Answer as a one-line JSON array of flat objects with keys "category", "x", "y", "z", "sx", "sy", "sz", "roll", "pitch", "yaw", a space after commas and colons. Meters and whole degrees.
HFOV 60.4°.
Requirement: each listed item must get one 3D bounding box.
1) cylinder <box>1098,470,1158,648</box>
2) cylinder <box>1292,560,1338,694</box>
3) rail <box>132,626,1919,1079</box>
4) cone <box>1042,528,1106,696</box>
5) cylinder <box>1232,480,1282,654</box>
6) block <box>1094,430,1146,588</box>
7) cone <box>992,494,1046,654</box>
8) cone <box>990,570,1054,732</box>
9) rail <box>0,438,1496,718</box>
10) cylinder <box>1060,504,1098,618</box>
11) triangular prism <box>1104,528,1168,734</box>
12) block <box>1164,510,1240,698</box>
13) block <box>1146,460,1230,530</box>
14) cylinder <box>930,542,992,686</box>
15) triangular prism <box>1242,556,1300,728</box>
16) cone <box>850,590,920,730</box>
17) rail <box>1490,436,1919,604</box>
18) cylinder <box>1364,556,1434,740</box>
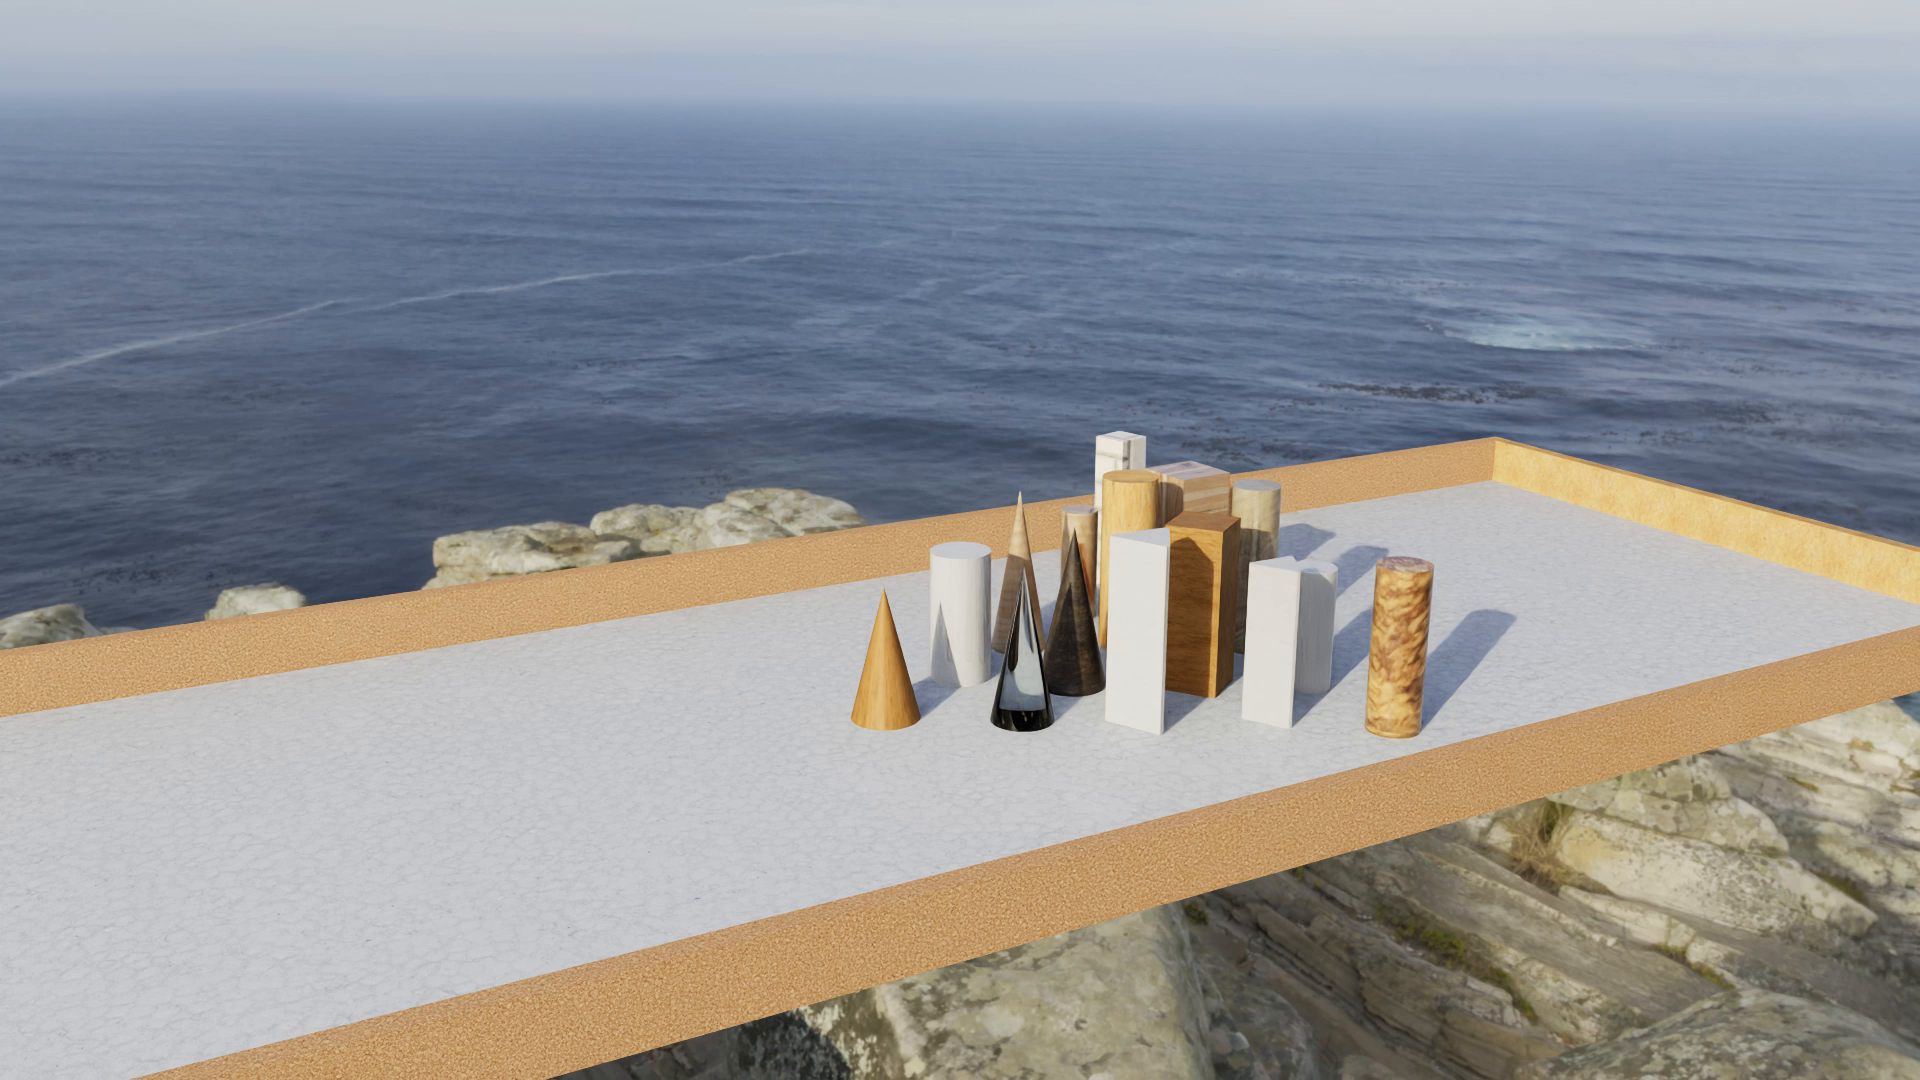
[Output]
[{"category": "cylinder", "x": 0.443, "y": 0.055, "z": 4.352, "sx": 0.145, "sy": 0.460, "sz": 0.145, "roll": 0, "pitch": 16, "yaw": 0}, {"category": "cylinder", "x": 0.868, "y": 0.214, "z": 4.079, "sx": 0.112, "sy": 0.309, "sz": 0.112, "roll": 0, "pitch": 16, "yaw": 0}, {"category": "rail", "x": -2.336, "y": 1.006, "z": 1.665, "sx": 12.000, "sy": 0.150, "sz": 0.050, "roll": -9, "pitch": 18, "yaw": -27}, {"category": "cone", "x": 0.279, "y": 0.163, "z": 4.072, "sx": 0.173, "sy": 0.410, "sz": 0.173, "roll": 0, "pitch": 16, "yaw": 0}, {"category": "cylinder", "x": 0.768, "y": 0.071, "z": 4.324, "sx": 0.125, "sy": 0.445, "sz": 0.125, "roll": 0, "pitch": 16, "yaw": 0}, {"category": "block", "x": 0.465, "y": -0.080, "z": 4.820, "sx": 0.102, "sy": 0.456, "sz": 0.102, "roll": -15, "pitch": 22, "yaw": -41}, {"category": "cone", "x": 0.156, "y": 0.075, "z": 4.331, "sx": 0.148, "sy": 0.433, "sz": 0.148, "roll": 0, "pitch": 16, "yaw": 0}, {"category": "cone", "x": 0.148, "y": 0.242, "z": 3.855, "sx": 0.153, "sy": 0.381, "sz": 0.153, "roll": 0, "pitch": 16, "yaw": 0}, {"category": "rail", "x": -3.305, "y": 0.497, "z": 3.399, "sx": 12.000, "sy": 0.150, "sz": 0.050, "roll": -9, "pitch": 18, "yaw": -27}, {"category": "cylinder", "x": 0.331, "y": 0.063, "z": 4.592, "sx": 0.101, "sy": 0.309, "sz": 0.101, "roll": 0, "pitch": 16, "yaw": 0}, {"category": "triangular prism", "x": 0.444, "y": 0.205, "z": 3.850, "sx": 0.154, "sy": 0.455, "sz": 0.133, "roll": 11, "pitch": 20, "yaw": 34}, {"category": "block", "x": 0.591, "y": 0.157, "z": 4.067, "sx": 0.144, "sy": 0.424, "sz": 0.144, "roll": 8, "pitch": 18, "yaw": 25}, {"category": "block", "x": 0.624, "y": 0.009, "z": 4.584, "sx": 0.164, "sy": 0.418, "sz": 0.164, "roll": -10, "pitch": 19, "yaw": -31}, {"category": "cylinder", "x": 0.001, "y": 0.185, "z": 4.135, "sx": 0.153, "sy": 0.333, "sz": 0.153, "roll": 0, "pitch": 16, "yaw": 0}, {"category": "triangular prism", "x": 0.749, "y": 0.235, "z": 3.874, "sx": 0.123, "sy": 0.385, "sz": 0.107, "roll": 10, "pitch": 19, "yaw": 32}, {"category": "cone", "x": -0.177, "y": 0.264, "z": 3.877, "sx": 0.166, "sy": 0.327, "sz": 0.166, "roll": 0, "pitch": 16, "yaw": 0}, {"category": "rail", "x": 2.466, "y": -0.048, "z": 5.253, "sx": 0.050, "sy": 0.150, "sz": 2.100, "roll": -9, "pitch": 18, "yaw": -27}, {"category": "cylinder", "x": 1.011, "y": 0.248, "z": 3.800, "sx": 0.128, "sy": 0.401, "sz": 0.128, "roll": 0, "pitch": 16, "yaw": 0}]
